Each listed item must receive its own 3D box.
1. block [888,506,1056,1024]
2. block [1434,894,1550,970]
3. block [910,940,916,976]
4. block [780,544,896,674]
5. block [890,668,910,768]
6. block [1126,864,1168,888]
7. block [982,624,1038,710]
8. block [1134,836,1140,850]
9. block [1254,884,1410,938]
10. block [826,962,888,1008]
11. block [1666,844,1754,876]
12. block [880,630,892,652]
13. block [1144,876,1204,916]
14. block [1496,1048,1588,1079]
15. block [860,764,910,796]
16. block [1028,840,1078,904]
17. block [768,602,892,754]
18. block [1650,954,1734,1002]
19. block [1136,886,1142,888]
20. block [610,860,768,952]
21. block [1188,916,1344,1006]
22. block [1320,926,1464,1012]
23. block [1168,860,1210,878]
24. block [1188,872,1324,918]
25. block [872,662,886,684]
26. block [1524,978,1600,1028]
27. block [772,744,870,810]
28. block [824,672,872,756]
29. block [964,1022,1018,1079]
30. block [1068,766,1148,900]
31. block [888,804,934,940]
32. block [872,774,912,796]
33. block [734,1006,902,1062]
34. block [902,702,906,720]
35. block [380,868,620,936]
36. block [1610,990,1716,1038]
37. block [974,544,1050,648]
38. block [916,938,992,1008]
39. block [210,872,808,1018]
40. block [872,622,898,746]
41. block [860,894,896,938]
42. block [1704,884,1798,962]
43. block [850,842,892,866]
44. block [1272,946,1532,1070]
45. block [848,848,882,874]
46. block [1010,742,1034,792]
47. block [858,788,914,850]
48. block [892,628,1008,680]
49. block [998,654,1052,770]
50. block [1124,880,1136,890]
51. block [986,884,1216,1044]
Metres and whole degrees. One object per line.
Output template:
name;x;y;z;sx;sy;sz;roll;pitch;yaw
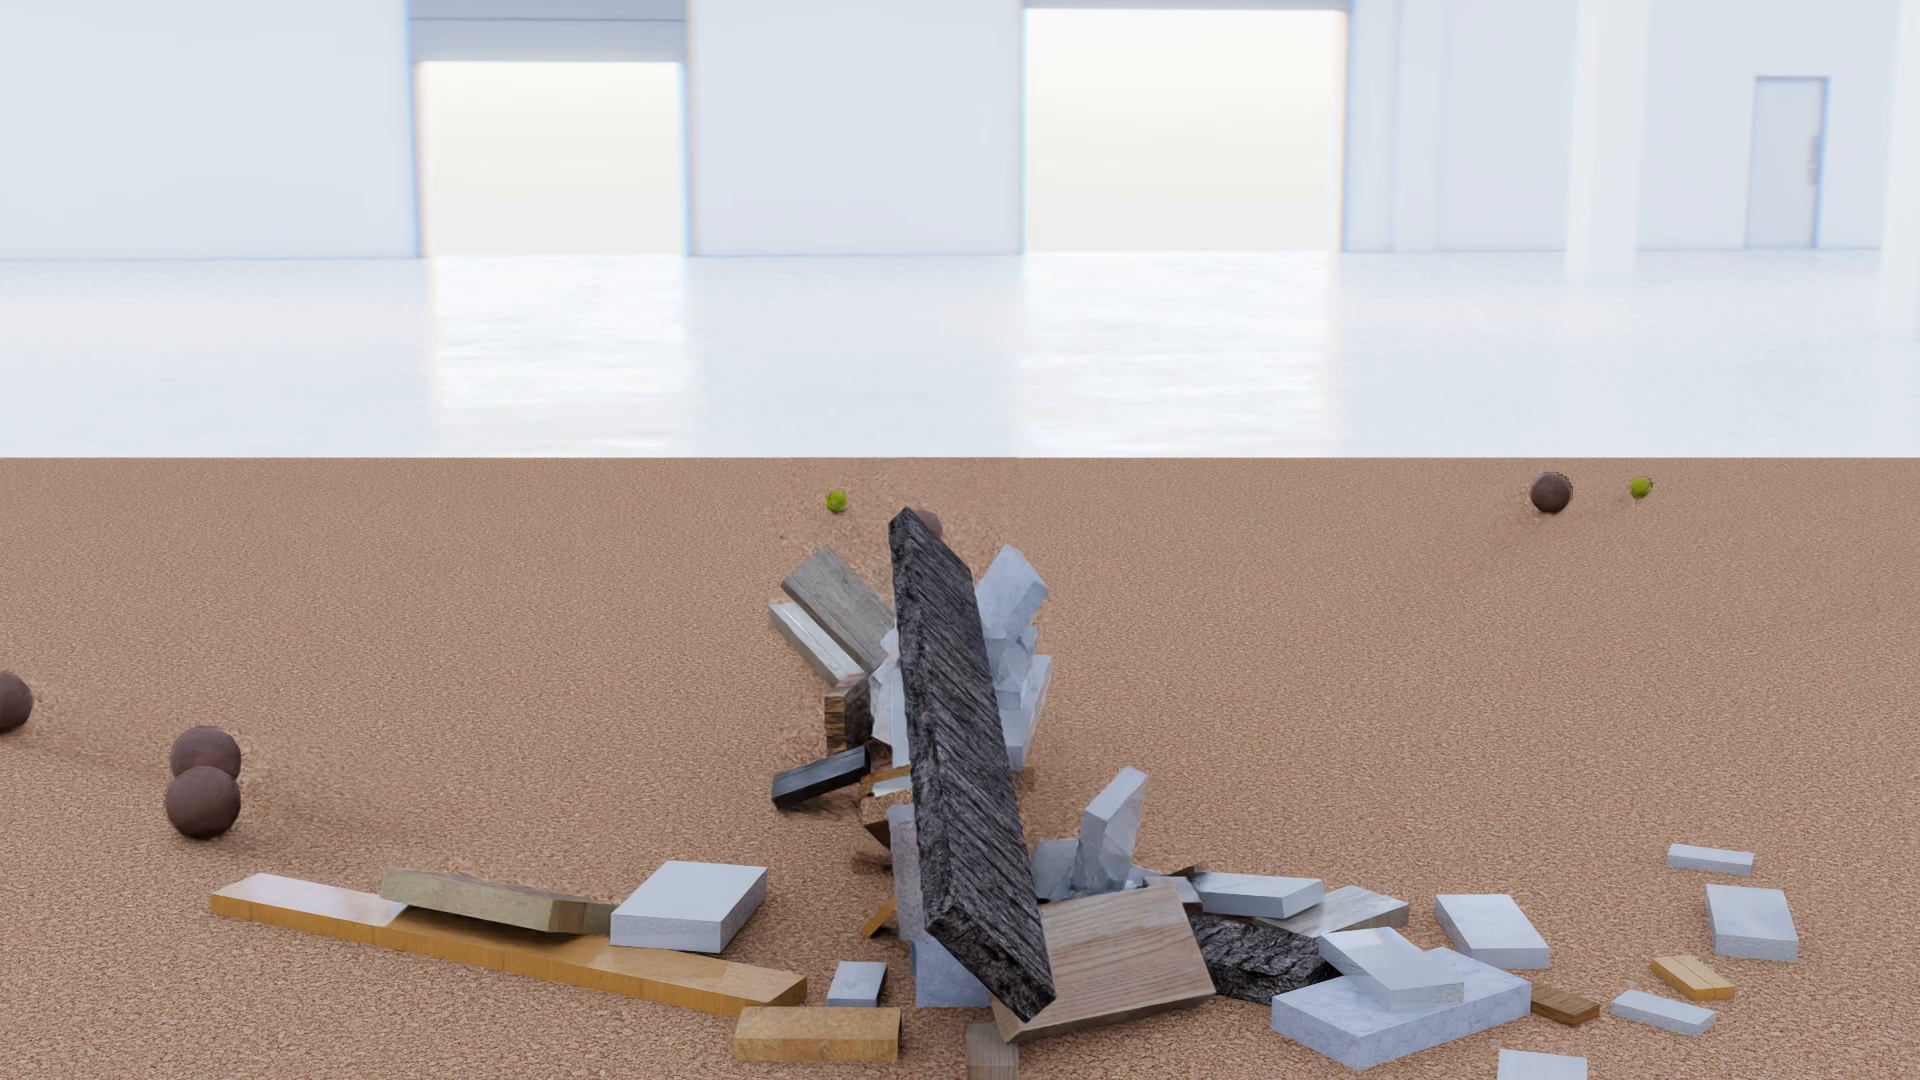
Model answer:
block;-0.010;0.249;3.270;0.048;0.170;1.586;-42;15;9
block;0.832;0.613;3.451;0.119;0.034;0.238;0;11;-1
block;0.000;0.534;3.228;0.148;0.296;0.042;-1;44;-1
block;-0.248;0.153;4.862;0.140;0.279;0.040;-42;-6;-31
block;-0.051;0.344;3.797;0.131;0.261;0.037;-6;-29;6
block;0.241;0.542;3.650;0.202;0.029;0.101;14;-6;16
block;0.063;0.229;4.020;0.130;0.037;0.260;3;25;8
block;0.218;0.558;3.734;0.061;0.017;0.340;15;17;21
block;0.591;0.605;3.494;0.239;0.034;0.119;-9;14;-40
block;-0.151;0.658;3.245;0.072;0.020;0.143;1;11;5
block;1.301;0.554;3.811;0.137;0.019;0.068;5;11;23
block;-0.077;0.245;4.294;0.130;0.037;0.260;36;-1;-12
block;0.338;0.565;3.492;0.068;0.019;0.137;0;9;-6
block;0.753;0.726;2.851;0.113;0.032;0.227;3;11;16
block;-0.082;0.397;3.597;0.101;0.029;0.203;-16;-14;12
block;0.146;0.528;3.468;0.119;0.034;0.238;-48;8;-18
block;-0.225;0.317;5.031;0.140;0.040;1.518;-3;11;-16
block;1.092;0.653;3.280;0.064;0.018;0.129;-2;11;-11
block;0.261;0.593;3.606;0.122;0.017;0.061;-6;12;-30
block;-0.426;0.580;3.498;0.170;0.048;0.340;3;6;7
block;0.339;0.623;3.358;0.461;0.049;0.172;6;12;31
block;0.619;0.617;3.170;0.113;0.032;0.227;-3;11;-16
block;0.379;0.554;3.666;0.052;0.015;0.148;-24;-10;12
block;0.455;0.573;3.555;0.238;0.034;0.119;-4;5;42
block;-0.049;0.337;4.558;0.130;0.037;0.905;-1;7;-12
block;0.853;0.670;3.188;0.064;0.018;0.129;-9;14;-40
block;-0.261;0.446;4.138;0.185;0.026;0.093;-20;20;5
block;-0.226;0.362;4.476;0.040;0.139;0.279;-2;6;8
block;0.043;0.701;3.017;0.072;0.020;0.143;0;11;0
block;0.215;0.478;3.289;0.037;0.261;0.130;24;36;23
block;-0.037;0.469;3.106;0.112;0.224;0.032;-3;33;0
block;-0.058;0.399;3.481;0.119;0.034;0.238;-14;-12;5
block;-0.196;0.687;3.061;0.224;0.032;0.112;0;11;1
block;-0.030;0.361;3.747;0.101;0.202;0.029;-13;-29;2
block;-0.726;0.571;3.468;0.340;0.048;0.170;4;-9;29
block;1.007;0.677;3.150;0.129;0.018;0.064;9;14;40
block;0.090;0.101;4.087;0.037;0.130;0.260;32;7;-17
block;0.048;0.619;3.191;0.224;0.112;0.032;-1;20;-2
block;-0.722;0.623;3.404;1.050;0.032;0.113;5;12;25
block;-0.100;0.239;3.980;0.037;0.260;0.130;12;-1;-18
block;-0.106;0.574;3.473;0.017;0.122;0.061;44;19;6
block;1.254;0.606;3.491;0.119;0.034;0.239;3;11;14
block;-0.137;0.545;3.798;0.099;0.014;0.049;14;8;-15
block;0.631;0.664;3.137;0.344;0.049;0.172;-7;13;-34
block;-0.164;0.556;3.811;0.049;0.014;0.099;-1;11;-8
block;0.038;0.347;3.984;0.170;0.048;0.340;-1;25;-2
block;-0.072;0.439;3.478;0.130;0.037;0.536;-13;-12;-1
block;-0.018;0.195;3.868;0.185;0.093;0.026;5;34;-13
block;0.055;0.301;3.967;0.170;0.048;0.340;4;25;10
block;0.177;0.554;3.567;0.068;0.019;0.290;-11;5;-29
block;0.188;0.598;3.124;0.344;0.172;0.049;-3;-30;-34
